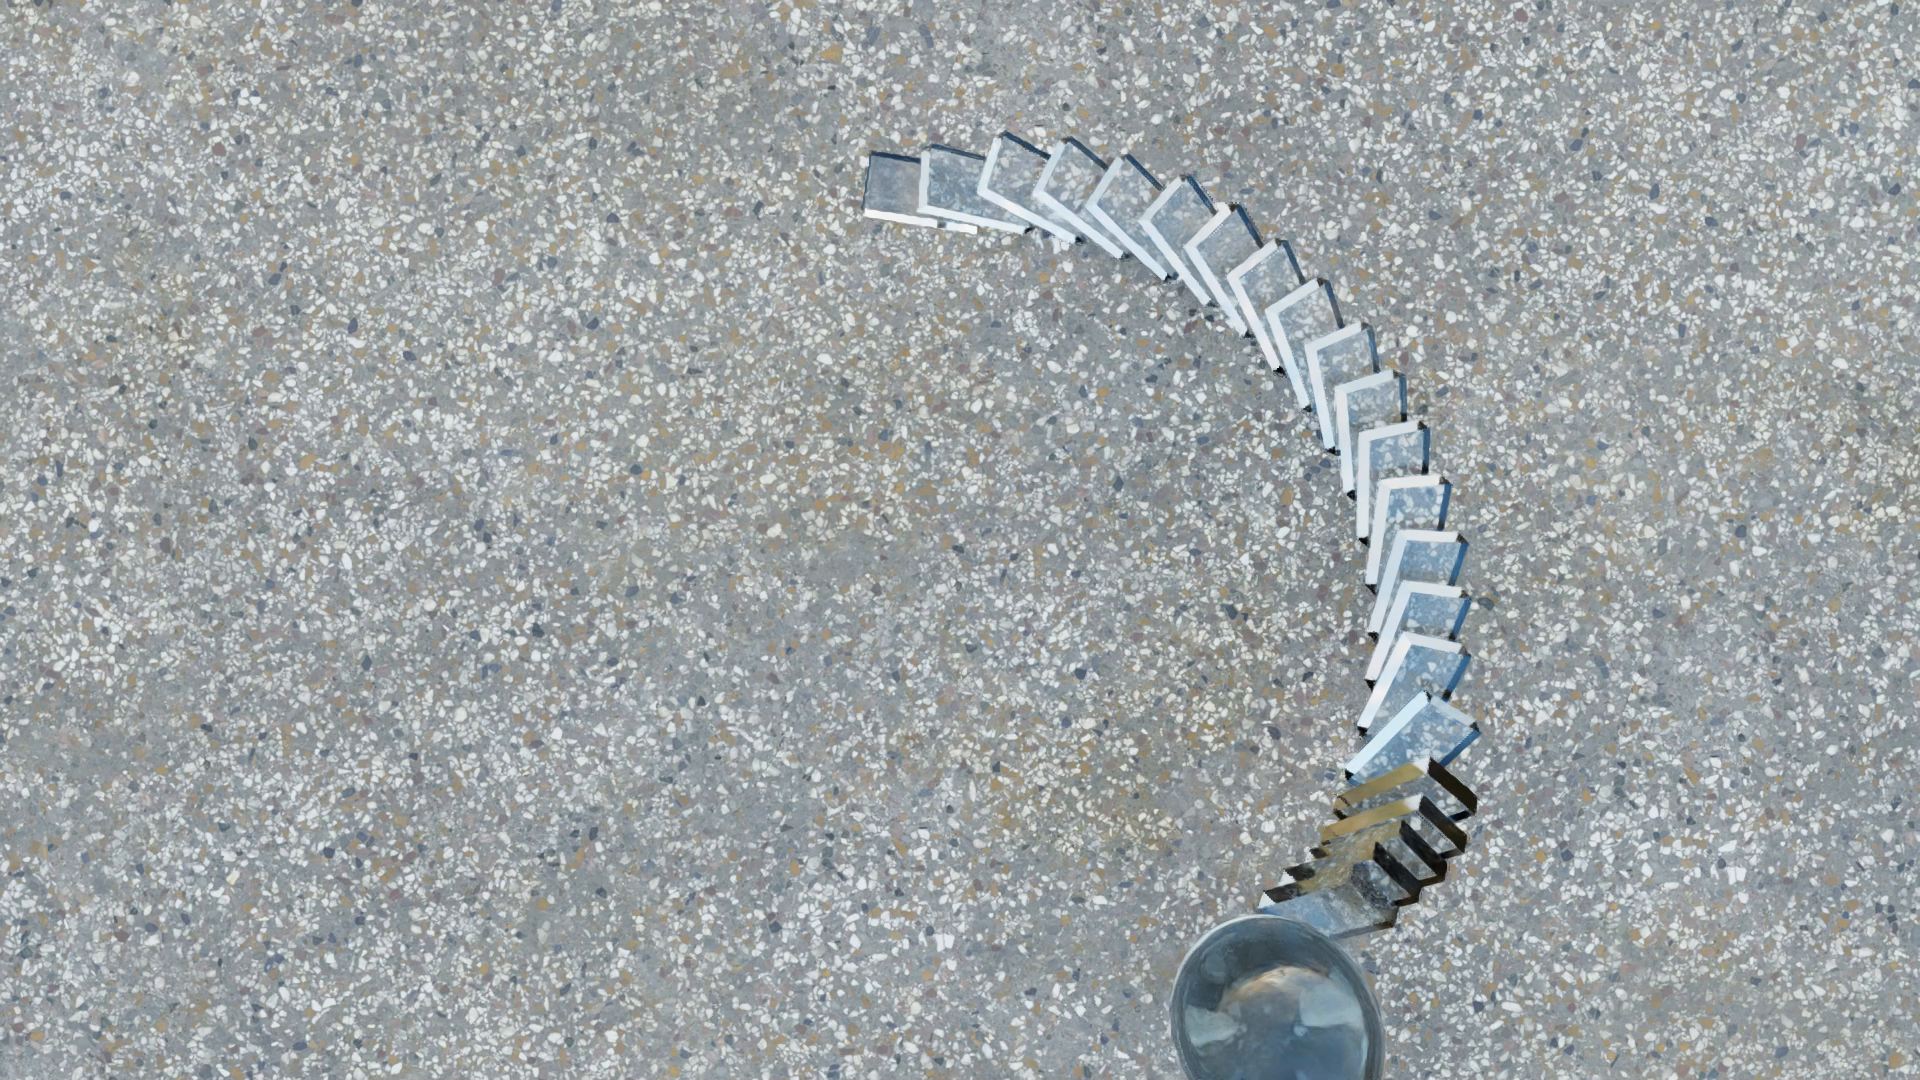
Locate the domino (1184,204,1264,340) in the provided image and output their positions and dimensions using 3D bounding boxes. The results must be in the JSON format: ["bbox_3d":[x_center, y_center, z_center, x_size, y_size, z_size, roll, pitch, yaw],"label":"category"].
[{"bbox_3d":[0.118,-0.112,0.384,0.025,0.009,0.050,-44,117,0],"label":"domino"}]

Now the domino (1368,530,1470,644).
[{"bbox_3d":[0.191,0.021,0.384,0.025,0.010,0.050,3,117,0],"label":"domino"}]

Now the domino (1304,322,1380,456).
[{"bbox_3d":[0.163,-0.063,0.384,0.025,0.009,0.050,-24,117,0],"label":"domino"}]

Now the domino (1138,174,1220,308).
[{"bbox_3d":[0.100,-0.125,0.385,0.050,0.009,0.025,42,90,-26],"label":"domino"}]

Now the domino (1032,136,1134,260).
[{"bbox_3d":[0.057,-0.143,0.385,0.050,0.010,0.025,27,90,-27],"label":"domino"}]

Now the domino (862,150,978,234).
[{"bbox_3d":[-0.015,-0.150,0.395,0.050,0.009,0.025,9,90,0],"label":"domino"}]

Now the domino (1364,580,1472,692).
[{"bbox_3d":[0.191,0.042,0.384,0.025,0.010,0.050,7,117,0],"label":"domino"}]

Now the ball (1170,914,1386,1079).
[{"bbox_3d":[0.123,0.190,0.360,0.080,0.080,0.080,0,90,0],"label":"ball"}]

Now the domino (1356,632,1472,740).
[{"bbox_3d":[0.190,0.064,0.384,0.025,0.009,0.050,12,117,0],"label":"domino"}]

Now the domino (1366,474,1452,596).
[{"bbox_3d":[0.187,-0.002,0.384,0.025,0.010,0.050,-5,117,0],"label":"domino"}]

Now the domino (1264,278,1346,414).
[{"bbox_3d":[0.149,-0.081,0.384,0.025,0.009,0.050,-32,117,0],"label":"domino"}]

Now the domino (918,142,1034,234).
[{"bbox_3d":[0.008,-0.147,0.385,0.050,0.009,0.025,3,92,-25],"label":"domino"}]

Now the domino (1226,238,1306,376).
[{"bbox_3d":[0.134,-0.097,0.384,0.025,0.010,0.050,-38,117,0],"label":"domino"}]

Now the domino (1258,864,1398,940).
[{"bbox_3d":[0.151,0.152,0.379,0.025,0.050,0.009,44,47,0],"label":"domino"}]

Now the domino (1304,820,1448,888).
[{"bbox_3d":[0.170,0.134,0.379,0.025,0.050,0.009,44,47,0],"label":"domino"}]

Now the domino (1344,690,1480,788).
[{"bbox_3d":[0.189,0.089,0.384,0.025,0.010,0.050,31,118,-1],"label":"domino"}]

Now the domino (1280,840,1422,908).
[{"bbox_3d":[0.160,0.143,0.379,0.025,0.050,0.009,44,47,0],"label":"domino"}]

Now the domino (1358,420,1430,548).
[{"bbox_3d":[0.181,-0.023,0.384,0.025,0.009,0.050,-12,117,0],"label":"domino"}]

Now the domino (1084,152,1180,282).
[{"bbox_3d":[0.078,-0.135,0.385,0.050,0.010,0.025,33,90,-26],"label":"domino"}]

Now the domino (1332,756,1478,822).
[{"bbox_3d":[0.183,0.109,0.379,0.025,0.050,0.010,40,47,0],"label":"domino"}]

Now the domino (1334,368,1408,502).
[{"bbox_3d":[0.173,-0.043,0.384,0.025,0.010,0.050,-17,117,0],"label":"domino"}]

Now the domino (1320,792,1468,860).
[{"bbox_3d":[0.178,0.124,0.379,0.025,0.050,0.010,44,47,0],"label":"domino"}]

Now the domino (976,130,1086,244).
[{"bbox_3d":[0.034,-0.147,0.385,0.050,0.009,0.025,18,90,-25],"label":"domino"}]
